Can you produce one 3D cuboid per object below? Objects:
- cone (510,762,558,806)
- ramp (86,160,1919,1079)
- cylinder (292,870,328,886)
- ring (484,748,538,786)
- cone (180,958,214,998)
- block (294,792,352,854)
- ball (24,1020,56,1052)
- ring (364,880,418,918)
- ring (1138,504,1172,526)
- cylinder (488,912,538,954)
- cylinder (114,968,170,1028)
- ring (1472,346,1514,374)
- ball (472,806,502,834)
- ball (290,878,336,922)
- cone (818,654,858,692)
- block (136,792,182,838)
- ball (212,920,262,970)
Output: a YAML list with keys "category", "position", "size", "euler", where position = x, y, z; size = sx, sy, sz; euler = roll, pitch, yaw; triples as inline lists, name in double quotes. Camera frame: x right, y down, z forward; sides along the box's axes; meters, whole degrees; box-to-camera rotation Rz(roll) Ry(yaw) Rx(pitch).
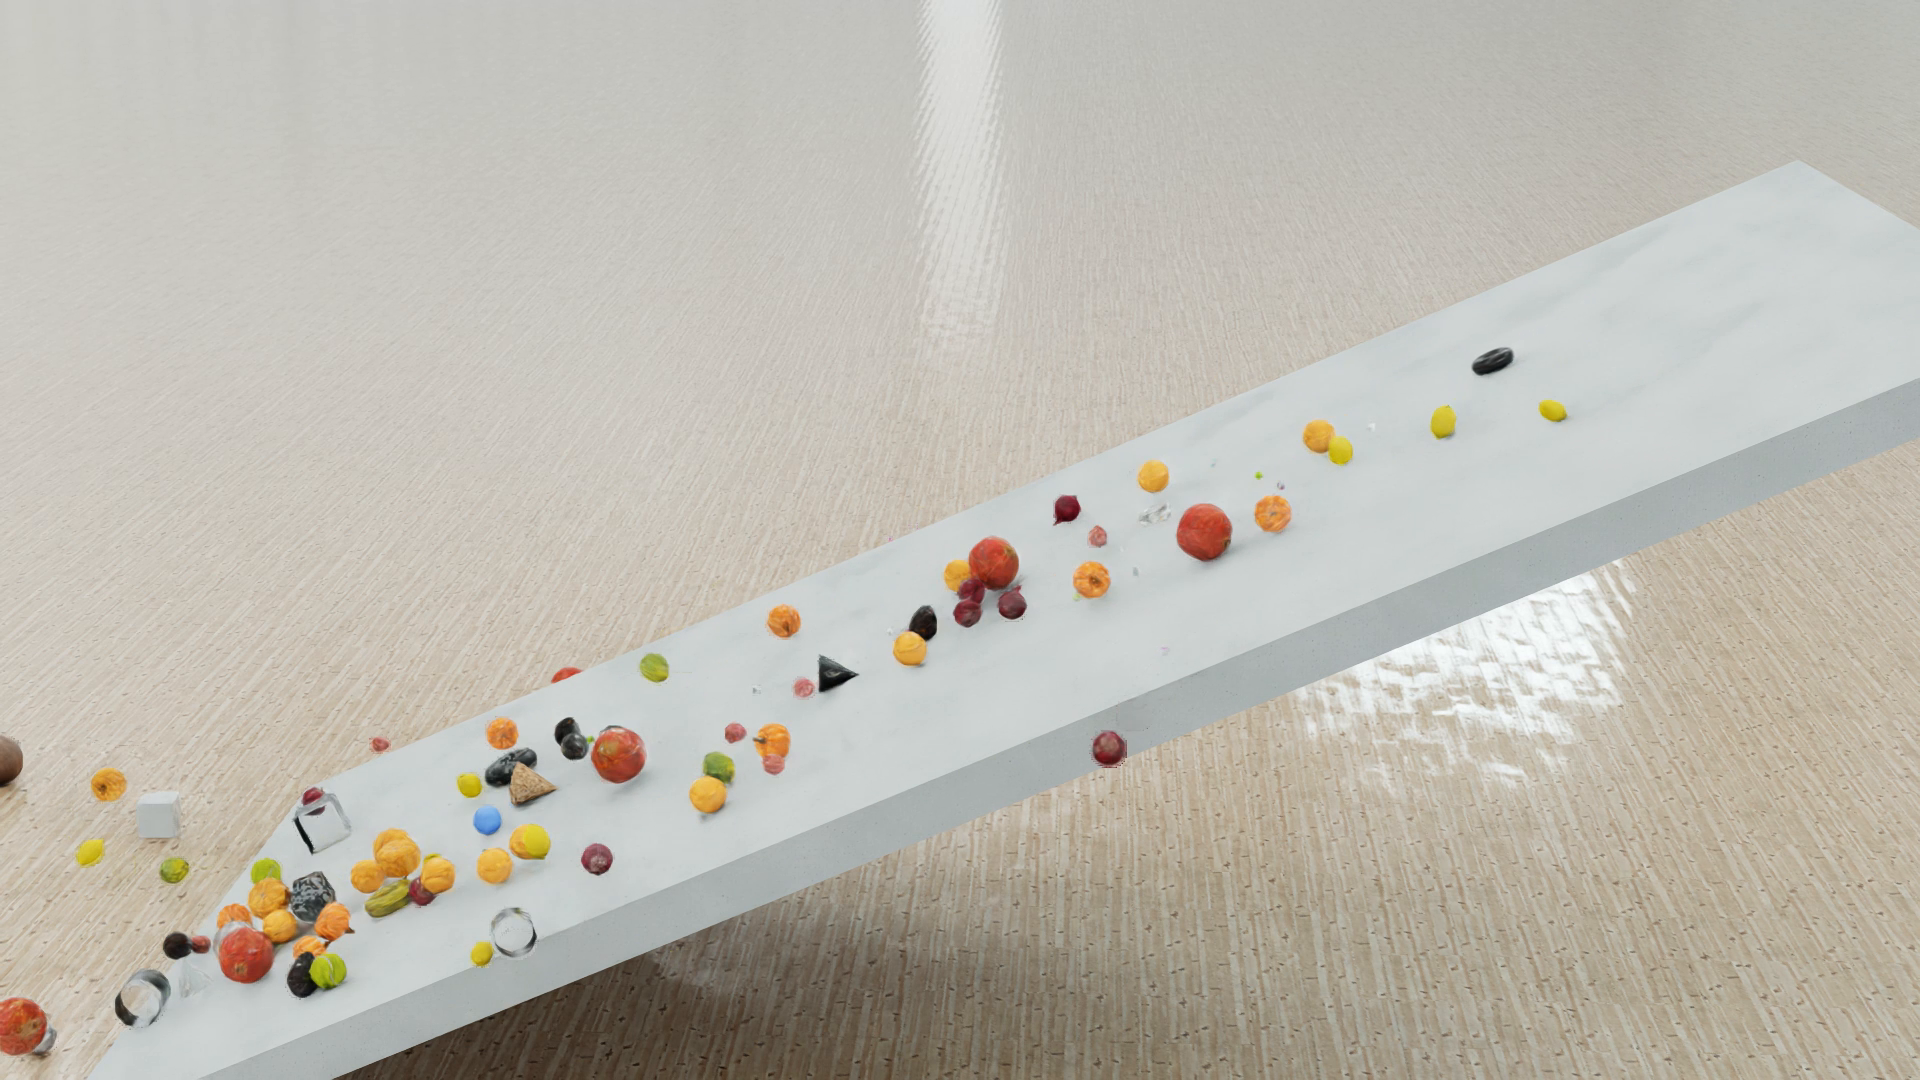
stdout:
- category: "cone"
  position: [-0.921, 0.538, 6.423]
  size: [0.097, 0.097, 0.097]
  euler: [5, 16, 9]
- category: "ramp"
  position: [0.132, 0.170, 6.284]
  size: [4.000, 0.100, 2.000]
  euler: [-23, 13, 8]
- category: "cylinder"
  position: [-1.415, 0.759, 6.417]
  size: [0.057, 0.057, 0.057]
  euler: [-23, 14, 6]
- category: "ring"
  position: [-1.022, 0.518, 6.694]
  size: [0.131, 0.044, 0.131]
  euler: [-24, 14, 6]
- category: "cone"
  position: [-1.614, 0.904, 6.151]
  size: [0.078, 0.078, 0.078]
  euler: [-23, 13, 6]
- category: "block"
  position: [-1.486, 0.661, 6.858]
  size: [0.095, 0.095, 0.095]
  euler: [-25, 13, -2]
- category: "ball"
  position: [-1.941, 1.048, 6.204]
  size: [0.067, 0.067, 0.067]
  euler: [0, 15, 0]
- category: "ring"
  position: [-1.177, 0.742, 6.087]
  size: [0.117, 0.039, 0.117]
  euler: [-24, 11, 5]
- category: "ring"
  position: [0.422, -0.055, 6.369]
  size: [0.078, 0.026, 0.078]
  euler: [-25, 13, 6]
- category: "cylinder"
  position: [-0.823, 0.722, 5.419]
  size: [0.076, 0.076, 0.076]
  euler: [-6, -4, -22]
- category: "cylinder"
  position: [-1.689, 0.946, 6.076]
  size: [0.093, 0.093, 0.093]
  euler: [0, 14, 0]
- category: "ring"
  position: [1.150, -0.387, 6.346]
  size: [0.098, 0.033, 0.098]
  euler: [-25, 9, 4]
- category: "ball"
  position: [-1.012, 0.600, 6.299]
  size: [0.062, 0.062, 0.062]
  euler: [0, 15, 0]
- category: "ball"
  position: [-1.370, 0.762, 6.229]
  size: [0.096, 0.096, 0.096]
  euler: [0, 15, 0]
- category: "cone"
  position: [-0.256, 0.284, 6.229]
  size: [0.085, 0.085, 0.085]
  euler: [2, 15, -1]
- category: "block"
  position: [-2.030, 0.697, 7.458]
  size: [0.090, 0.090, 0.090]
  euler: [-2, 13, -4]
- category: "ball"
  position: [-1.508, 0.846, 6.141]
  size: [0.100, 0.100, 0.100]
  euler: [0, 15, 0]
